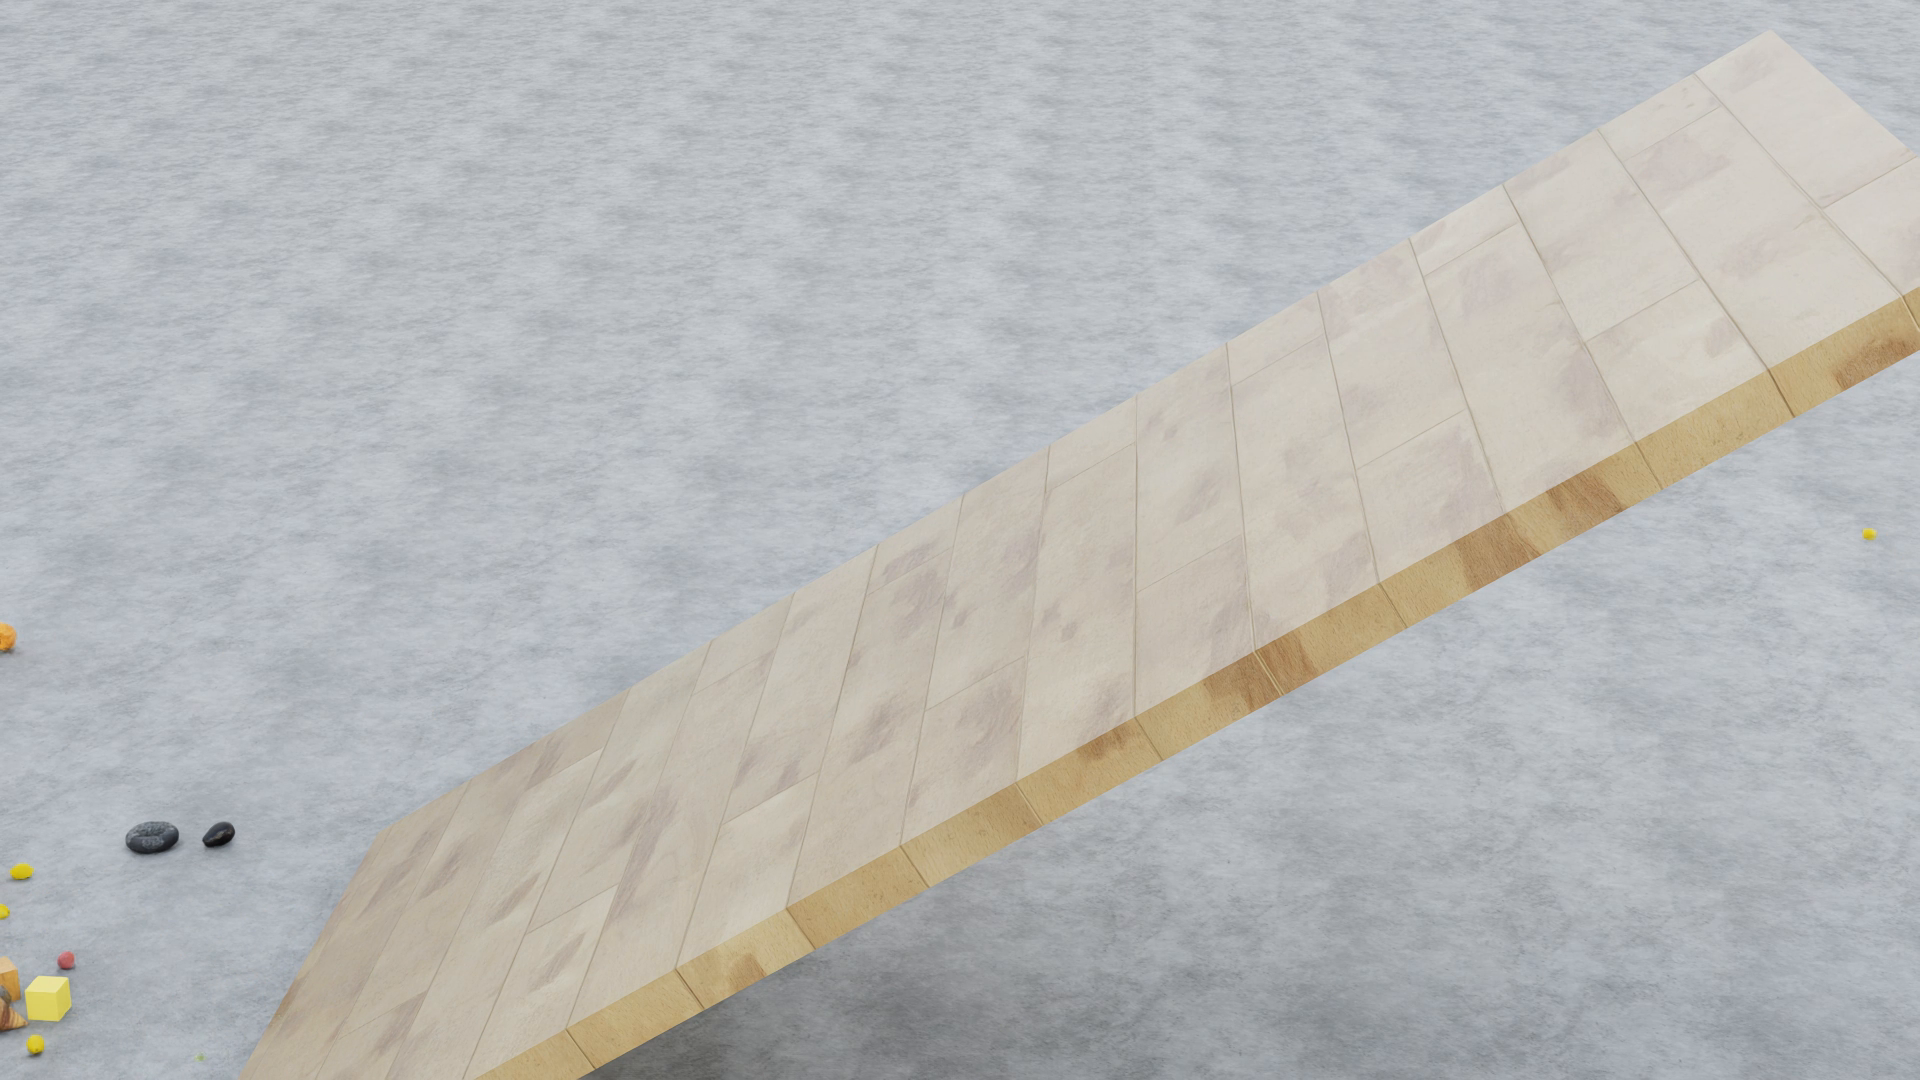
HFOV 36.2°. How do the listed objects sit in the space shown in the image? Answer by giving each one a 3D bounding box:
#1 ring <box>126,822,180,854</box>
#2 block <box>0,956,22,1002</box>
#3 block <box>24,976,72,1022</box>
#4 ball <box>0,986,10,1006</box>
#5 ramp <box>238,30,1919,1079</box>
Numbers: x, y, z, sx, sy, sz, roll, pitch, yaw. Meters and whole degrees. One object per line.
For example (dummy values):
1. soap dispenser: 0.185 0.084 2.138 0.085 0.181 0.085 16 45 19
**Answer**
1. ring: -2.138 0.787 7.785 0.139 0.046 0.139 -1 21 0
2. block: -2.290 1.051 6.993 0.080 0.080 0.080 -14 24 -33
3. block: -2.146 1.079 6.923 0.075 0.075 0.075 2 20 7
4. ball: -2.271 1.082 6.918 0.073 0.073 0.073 0 20 0
5. ramp: 0.141 0.169 6.291 4.000 0.100 2.000 -30 15 13
